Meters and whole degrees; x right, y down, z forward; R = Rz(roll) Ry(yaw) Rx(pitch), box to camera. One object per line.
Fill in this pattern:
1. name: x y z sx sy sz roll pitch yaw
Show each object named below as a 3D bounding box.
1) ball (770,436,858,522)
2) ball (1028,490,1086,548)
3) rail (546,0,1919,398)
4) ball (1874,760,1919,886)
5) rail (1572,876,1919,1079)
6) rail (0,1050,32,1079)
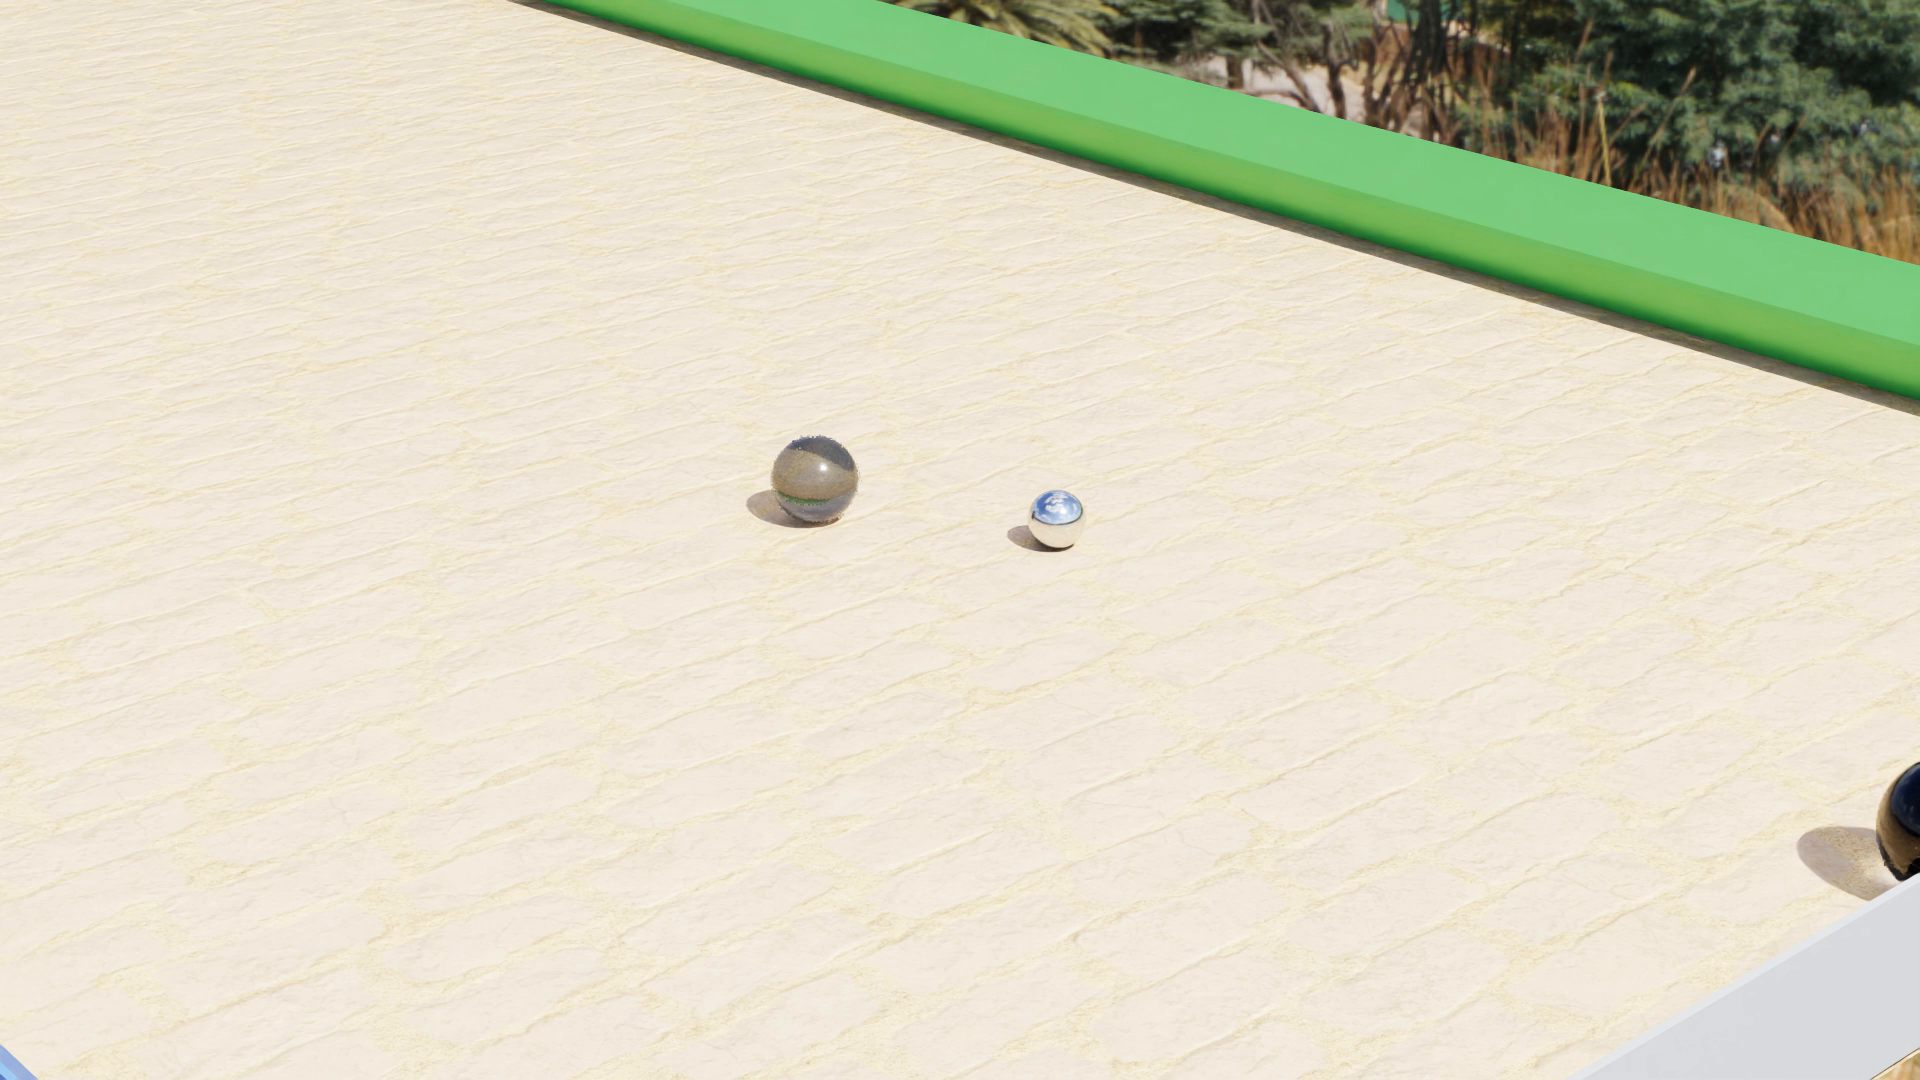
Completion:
1. ball: -0.125 -0.052 2.527 0.075 0.075 0.075 0 23 0
2. ball: 0.082 -0.018 2.477 0.050 0.050 0.050 0 23 0
3. rail: 0.120 -0.533 3.608 0.045 0.128 3.646 -19 29 -37
4. ball: 0.649 0.189 1.920 0.099 0.099 0.099 0 23 0
5. rail: 0.585 0.232 1.776 1.964 0.128 0.045 -19 29 -37
6. rail: -1.321 -0.047 2.442 0.045 0.128 3.646 -19 29 -37
